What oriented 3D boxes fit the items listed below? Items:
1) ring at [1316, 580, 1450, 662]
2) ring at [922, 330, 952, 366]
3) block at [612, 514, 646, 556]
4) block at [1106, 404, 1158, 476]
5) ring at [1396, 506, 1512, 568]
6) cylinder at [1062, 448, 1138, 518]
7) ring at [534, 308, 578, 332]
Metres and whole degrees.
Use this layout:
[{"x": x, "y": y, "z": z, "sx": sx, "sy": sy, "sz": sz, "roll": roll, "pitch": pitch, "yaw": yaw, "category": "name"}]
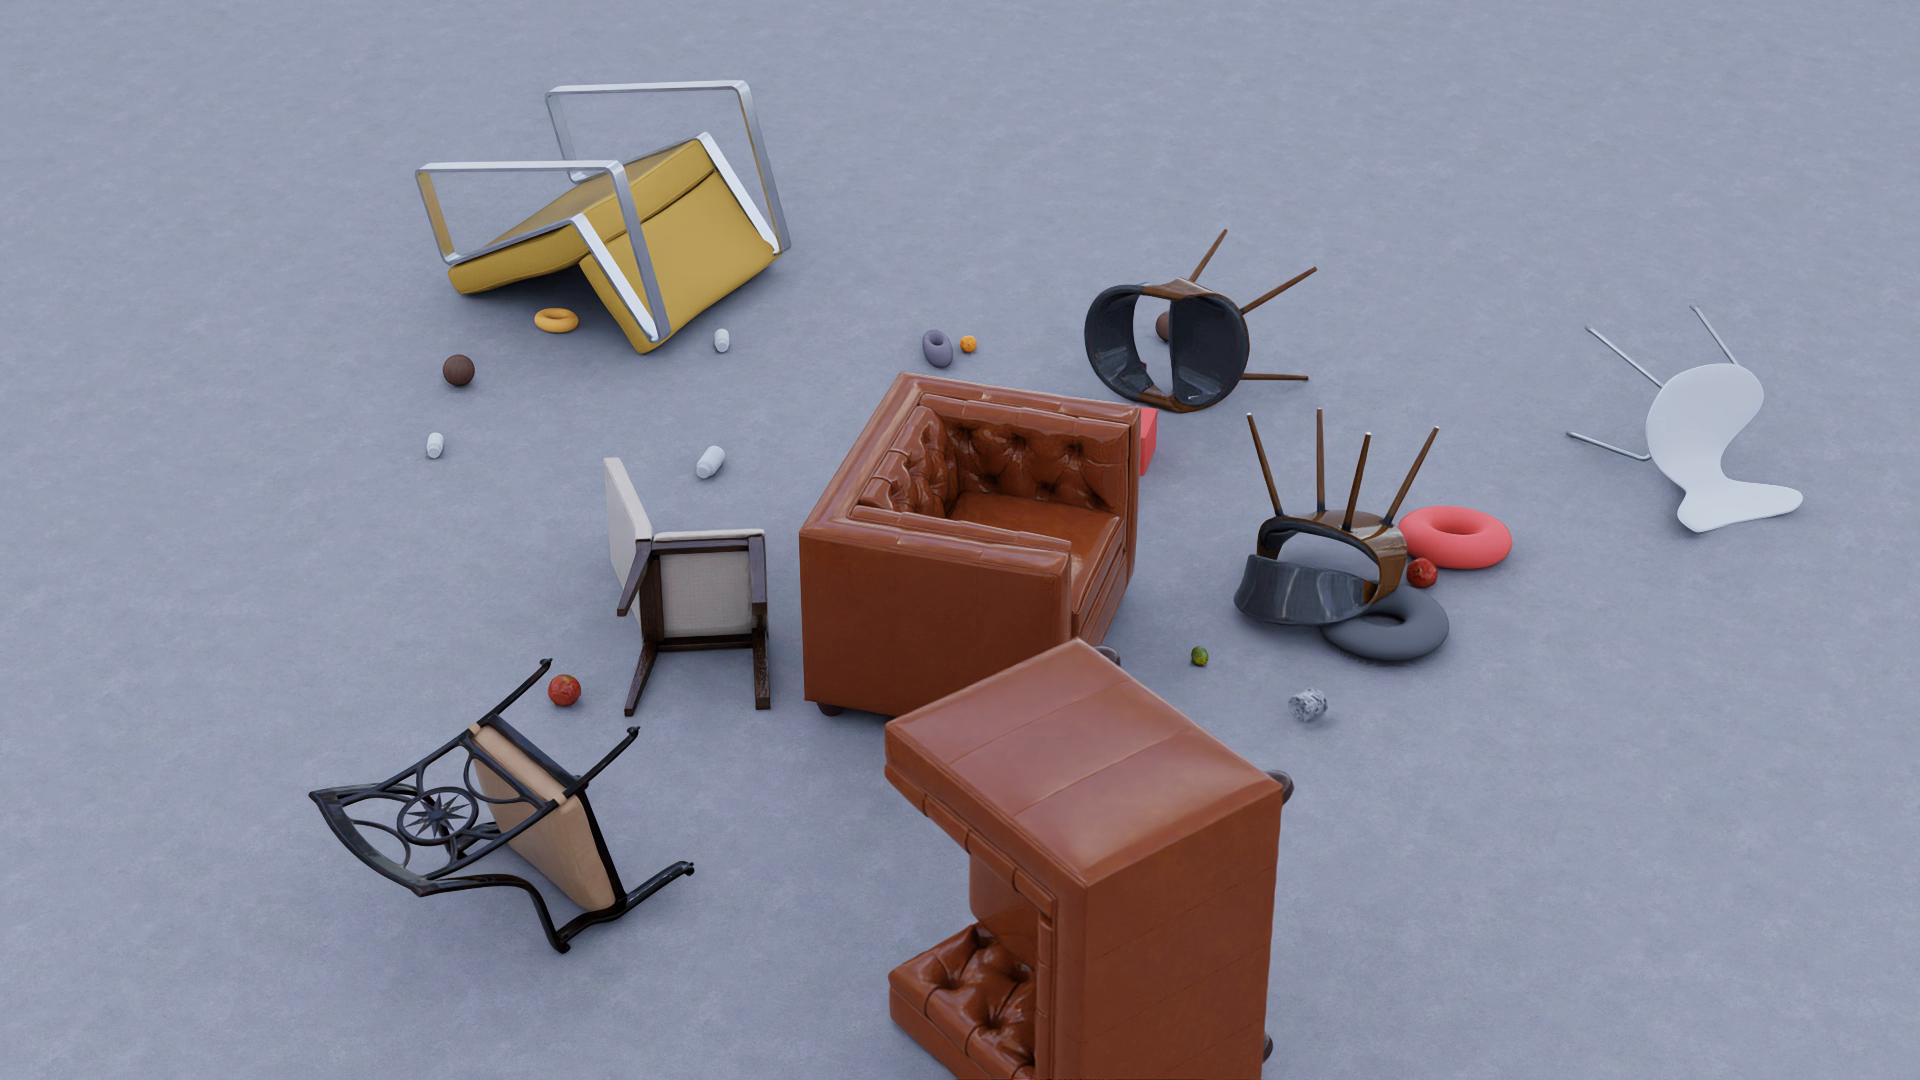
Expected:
[{"x": 1.499, "y": 0.285, "z": 10.414, "sx": 0.483, "sy": 0.108, "sz": 0.452, "roll": 25, "pitch": 39, "yaw": 36, "category": "ring"}, {"x": -0.092, "y": -0.788, "z": 12.054, "sx": 0.115, "sy": 0.095, "sz": 0.223, "roll": -16, "pitch": 33, "yaw": -9, "category": "ring"}, {"x": -1.231, "y": -0.019, "z": 10.897, "sx": 0.111, "sy": 0.084, "sz": 0.135, "roll": -4, "pitch": 34, "yaw": -6, "category": "block"}, {"x": 0.667, "y": -0.389, "z": 11.377, "sx": 0.150, "sy": 0.173, "sz": 0.224, "roll": 9, "pitch": 34, "yaw": 13, "category": "block"}, {"x": 1.827, "y": -0.010, "z": 10.839, "sx": 0.426, "sy": 0.136, "sz": 0.300, "roll": 7, "pitch": 33, "yaw": 9, "category": "ring"}, {"x": 0.532, "y": -0.219, "z": 11.132, "sx": 0.294, "sy": 0.159, "sz": 0.244, "roll": -6, "pitch": 34, "yaw": -8, "category": "cylinder"}, {"x": -1.691, "y": -0.921, "z": 12.289, "sx": 0.192, "sy": 0.060, "sz": 0.147, "roll": 10, "pitch": 34, "yaw": 16, "category": "ring"}]
